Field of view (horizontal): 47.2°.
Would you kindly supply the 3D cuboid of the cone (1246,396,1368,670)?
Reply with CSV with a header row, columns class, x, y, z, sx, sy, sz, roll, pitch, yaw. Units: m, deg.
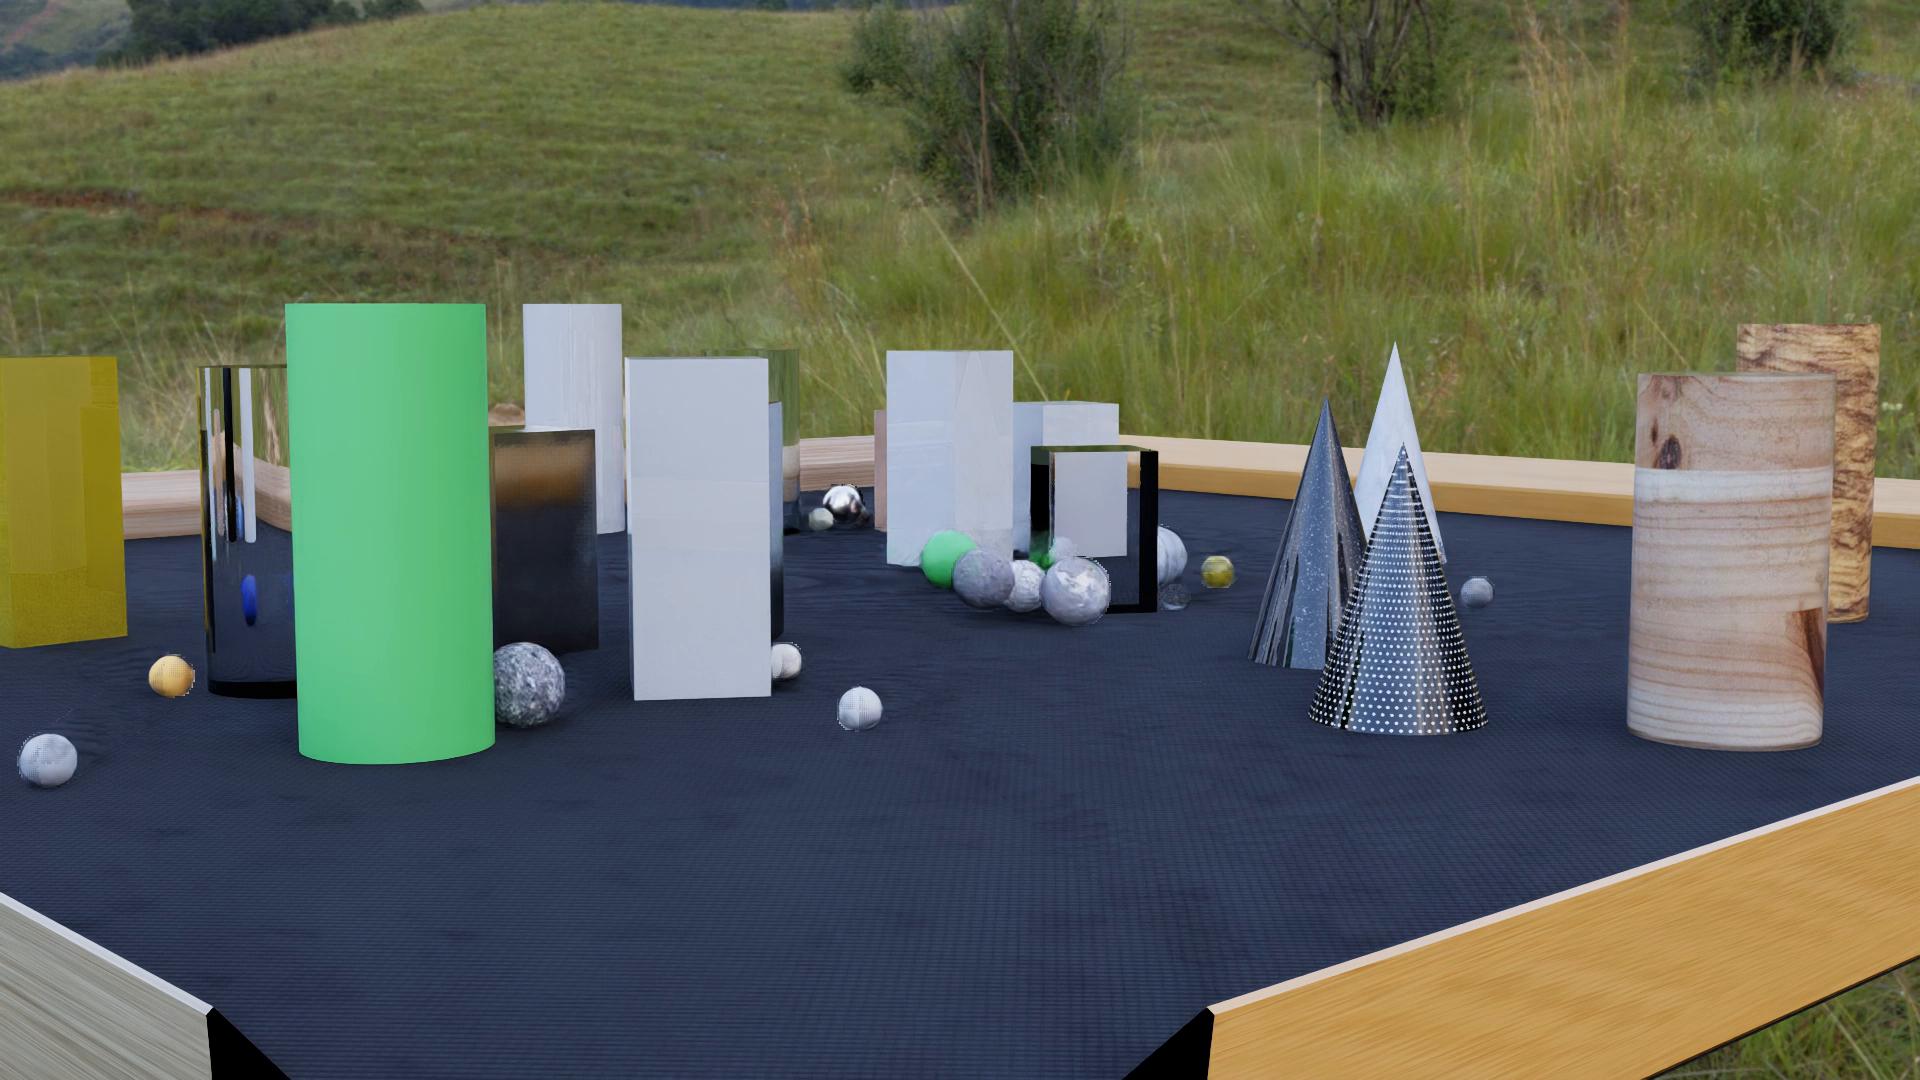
class,x,y,z,sx,sy,sz,roll,pitch,yaw
cone,0.465,-0.017,2.809,0.196,0.338,0.196,0,6,0

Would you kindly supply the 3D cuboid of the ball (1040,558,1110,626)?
class,x,y,z,sx,sy,sz,roll,pitch,yaw
ball,0.163,0.073,3.106,0.097,0.097,0.097,0,6,0

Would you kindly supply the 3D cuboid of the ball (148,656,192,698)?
class,x,y,z,sx,sy,sz,roll,pitch,yaw
ball,-0.909,0.157,2.533,0.048,0.048,0.048,0,6,0

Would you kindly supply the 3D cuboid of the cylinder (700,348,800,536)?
class,x,y,z,sx,sy,sz,roll,pitch,yaw
cylinder,-0.419,-0.198,4.403,0.196,0.366,0.196,0,6,0

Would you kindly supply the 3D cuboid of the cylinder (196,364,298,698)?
class,x,y,z,sx,sy,sz,roll,pitch,yaw
cylinder,-0.794,-0.016,2.602,0.196,0.379,0.196,0,6,0

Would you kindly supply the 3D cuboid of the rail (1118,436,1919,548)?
class,x,y,z,sx,sy,sz,roll,pitch,yaw
rail,1.333,-0.095,4.555,0.045,0.127,3.594,-5,8,-42

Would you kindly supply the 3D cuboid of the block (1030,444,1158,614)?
class,x,y,z,sx,sy,sz,roll,pitch,yaw
block,0.199,-0.018,3.294,0.156,0.238,0.156,-1,6,-11

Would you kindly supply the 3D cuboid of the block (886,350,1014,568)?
class,x,y,z,sx,sy,sz,roll,pitch,yaw
block,-0.017,-0.145,3.855,0.156,0.373,0.156,5,8,40

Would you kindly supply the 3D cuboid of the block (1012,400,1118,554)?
class,x,y,z,sx,sy,sz,roll,pitch,yaw
block,0.186,-0.117,4.080,0.156,0.273,0.156,-3,7,-26

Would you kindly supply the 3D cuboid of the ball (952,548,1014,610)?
class,x,y,z,sx,sy,sz,roll,pitch,yaw
ball,0.034,0.056,3.177,0.090,0.090,0.090,0,6,0

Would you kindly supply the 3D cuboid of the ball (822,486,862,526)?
class,x,y,z,sx,sy,sz,roll,pitch,yaw
ball,-0.239,-0.071,4.471,0.081,0.081,0.081,0,6,0

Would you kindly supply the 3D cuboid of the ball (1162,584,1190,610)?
class,x,y,z,sx,sy,sz,roll,pitch,yaw
ball,0.319,0.085,3.261,0.041,0.041,0.041,0,6,0

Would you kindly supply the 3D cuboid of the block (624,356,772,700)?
class,x,y,z,sx,sy,sz,roll,pitch,yaw
block,-0.309,-0.019,2.585,0.156,0.388,0.156,-1,6,-10

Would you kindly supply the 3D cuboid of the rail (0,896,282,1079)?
class,x,y,z,sx,sy,sz,roll,pitch,yaw
rail,-1.333,0.161,2.108,0.045,0.127,3.594,-5,8,-42

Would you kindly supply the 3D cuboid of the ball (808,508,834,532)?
class,x,y,z,sx,sy,sz,roll,pitch,yaw
ball,-0.278,-0.040,4.411,0.050,0.050,0.050,0,6,0

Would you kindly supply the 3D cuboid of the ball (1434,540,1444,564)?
class,x,y,z,sx,sy,sz,roll,pitch,yaw
ball,0.726,0.031,3.522,0.093,0.093,0.093,0,6,0

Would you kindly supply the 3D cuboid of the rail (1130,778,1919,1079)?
class,x,y,z,sx,sy,sz,roll,pitch,yaw
rail,1.203,0.169,2.036,3.675,0.127,0.045,-5,8,-42

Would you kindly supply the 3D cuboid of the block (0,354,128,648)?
class,x,y,z,sx,sy,sz,roll,pitch,yaw
block,-1.251,-0.058,2.989,0.156,0.382,0.156,6,8,43

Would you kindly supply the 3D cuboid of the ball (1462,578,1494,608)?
class,x,y,z,sx,sy,sz,roll,pitch,yaw
ball,0.773,0.079,3.283,0.047,0.047,0.047,0,6,0

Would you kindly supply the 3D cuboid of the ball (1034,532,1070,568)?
class,x,y,z,sx,sy,sz,roll,pitch,yaw
ball,0.159,0.018,3.803,0.061,0.061,0.061,0,6,0

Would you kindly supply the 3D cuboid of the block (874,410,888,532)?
class,x,y,z,sx,sy,sz,roll,pitch,yaw
block,-0.069,-0.138,4.416,0.156,0.243,0.156,-3,7,-25

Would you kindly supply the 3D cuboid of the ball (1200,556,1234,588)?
class,x,y,z,sx,sy,sz,roll,pitch,yaw
ball,0.412,0.051,3.522,0.054,0.054,0.054,0,6,0

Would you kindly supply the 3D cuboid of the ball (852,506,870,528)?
class,x,y,z,sx,sy,sz,roll,pitch,yaw
ball,-0.206,-0.048,4.519,0.044,0.044,0.044,0,6,0

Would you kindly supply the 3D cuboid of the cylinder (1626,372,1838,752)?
class,x,y,z,sx,sy,sz,roll,pitch,yaw
cylinder,0.805,0.016,2.301,0.196,0.378,0.196,0,6,0

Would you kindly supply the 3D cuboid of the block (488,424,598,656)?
class,x,y,z,sx,sy,sz,roll,pitch,yaw
block,-0.586,0.000,2.878,0.156,0.290,0.156,6,8,43

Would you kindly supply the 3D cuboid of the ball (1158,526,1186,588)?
class,x,y,z,sx,sy,sz,roll,pitch,yaw
ball,0.315,0.027,3.535,0.098,0.098,0.098,0,6,0

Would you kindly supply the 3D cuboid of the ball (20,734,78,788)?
class,x,y,z,sx,sy,sz,roll,pitch,yaw
ball,-0.852,0.206,2.056,0.050,0.050,0.050,0,6,0

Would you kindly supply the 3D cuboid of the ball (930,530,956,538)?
class,x,y,z,sx,sy,sz,roll,pitch,yaw
ball,-0.022,0.019,3.724,0.073,0.073,0.073,0,6,0

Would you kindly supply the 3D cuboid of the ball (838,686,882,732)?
class,x,y,z,sx,sy,sz,roll,pitch,yaw
ball,-0.106,0.179,2.331,0.047,0.047,0.047,0,6,0

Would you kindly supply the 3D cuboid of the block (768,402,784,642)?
class,x,y,z,sx,sy,sz,roll,pitch,yaw
block,-0.329,-0.024,2.958,0.156,0.320,0.156,1,6,6

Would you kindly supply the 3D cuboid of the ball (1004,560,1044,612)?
class,x,y,z,sx,sy,sz,roll,pitch,yaw
ball,0.092,0.068,3.242,0.078,0.078,0.078,0,6,0

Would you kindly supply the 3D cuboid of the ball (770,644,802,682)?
class,x,y,z,sx,sy,sz,roll,pitch,yaw
ball,-0.213,0.147,2.641,0.046,0.046,0.046,0,6,0

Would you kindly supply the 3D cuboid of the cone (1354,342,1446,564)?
class,x,y,z,sx,sy,sz,roll,pitch,yaw
cone,0.768,-0.158,3.902,0.196,0.390,0.196,0,6,0

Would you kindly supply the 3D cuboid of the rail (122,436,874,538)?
class,x,y,z,sx,sy,sz,roll,pitch,yaw
rail,-1.203,-0.103,4.628,3.675,0.127,0.045,-5,8,-42

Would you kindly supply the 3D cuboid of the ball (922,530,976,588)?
class,x,y,z,sx,sy,sz,roll,pitch,yaw
ball,-0.016,0.032,3.517,0.093,0.093,0.093,0,6,0

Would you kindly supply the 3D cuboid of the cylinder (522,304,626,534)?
class,x,y,z,sx,sy,sz,roll,pitch,yaw
cylinder,-0.778,-0.247,4.438,0.196,0.456,0.196,0,6,0

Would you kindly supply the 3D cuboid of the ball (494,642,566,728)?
class,x,y,z,sx,sy,sz,roll,pitch,yaw
ball,-0.467,0.155,2.346,0.092,0.092,0.092,0,6,0

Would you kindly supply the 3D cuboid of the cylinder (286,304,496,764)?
class,x,y,z,sx,sy,sz,roll,pitch,yaw
cylinder,-0.577,-0.014,2.235,0.196,0.450,0.196,0,6,0

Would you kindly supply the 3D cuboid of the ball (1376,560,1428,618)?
class,x,y,z,sx,sy,sz,roll,pitch,yaw
ball,0.635,0.072,3.182,0.083,0.083,0.083,0,6,0

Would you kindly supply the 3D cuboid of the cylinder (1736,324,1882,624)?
class,x,y,z,sx,sy,sz,roll,pitch,yaw
cylinder,1.229,-0.102,3.208,0.196,0.424,0.196,0,6,0

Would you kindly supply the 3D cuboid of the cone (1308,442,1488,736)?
class,x,y,z,sx,sy,sz,roll,pitch,yaw
cone,0.479,0.044,2.390,0.196,0.304,0.196,0,6,0
